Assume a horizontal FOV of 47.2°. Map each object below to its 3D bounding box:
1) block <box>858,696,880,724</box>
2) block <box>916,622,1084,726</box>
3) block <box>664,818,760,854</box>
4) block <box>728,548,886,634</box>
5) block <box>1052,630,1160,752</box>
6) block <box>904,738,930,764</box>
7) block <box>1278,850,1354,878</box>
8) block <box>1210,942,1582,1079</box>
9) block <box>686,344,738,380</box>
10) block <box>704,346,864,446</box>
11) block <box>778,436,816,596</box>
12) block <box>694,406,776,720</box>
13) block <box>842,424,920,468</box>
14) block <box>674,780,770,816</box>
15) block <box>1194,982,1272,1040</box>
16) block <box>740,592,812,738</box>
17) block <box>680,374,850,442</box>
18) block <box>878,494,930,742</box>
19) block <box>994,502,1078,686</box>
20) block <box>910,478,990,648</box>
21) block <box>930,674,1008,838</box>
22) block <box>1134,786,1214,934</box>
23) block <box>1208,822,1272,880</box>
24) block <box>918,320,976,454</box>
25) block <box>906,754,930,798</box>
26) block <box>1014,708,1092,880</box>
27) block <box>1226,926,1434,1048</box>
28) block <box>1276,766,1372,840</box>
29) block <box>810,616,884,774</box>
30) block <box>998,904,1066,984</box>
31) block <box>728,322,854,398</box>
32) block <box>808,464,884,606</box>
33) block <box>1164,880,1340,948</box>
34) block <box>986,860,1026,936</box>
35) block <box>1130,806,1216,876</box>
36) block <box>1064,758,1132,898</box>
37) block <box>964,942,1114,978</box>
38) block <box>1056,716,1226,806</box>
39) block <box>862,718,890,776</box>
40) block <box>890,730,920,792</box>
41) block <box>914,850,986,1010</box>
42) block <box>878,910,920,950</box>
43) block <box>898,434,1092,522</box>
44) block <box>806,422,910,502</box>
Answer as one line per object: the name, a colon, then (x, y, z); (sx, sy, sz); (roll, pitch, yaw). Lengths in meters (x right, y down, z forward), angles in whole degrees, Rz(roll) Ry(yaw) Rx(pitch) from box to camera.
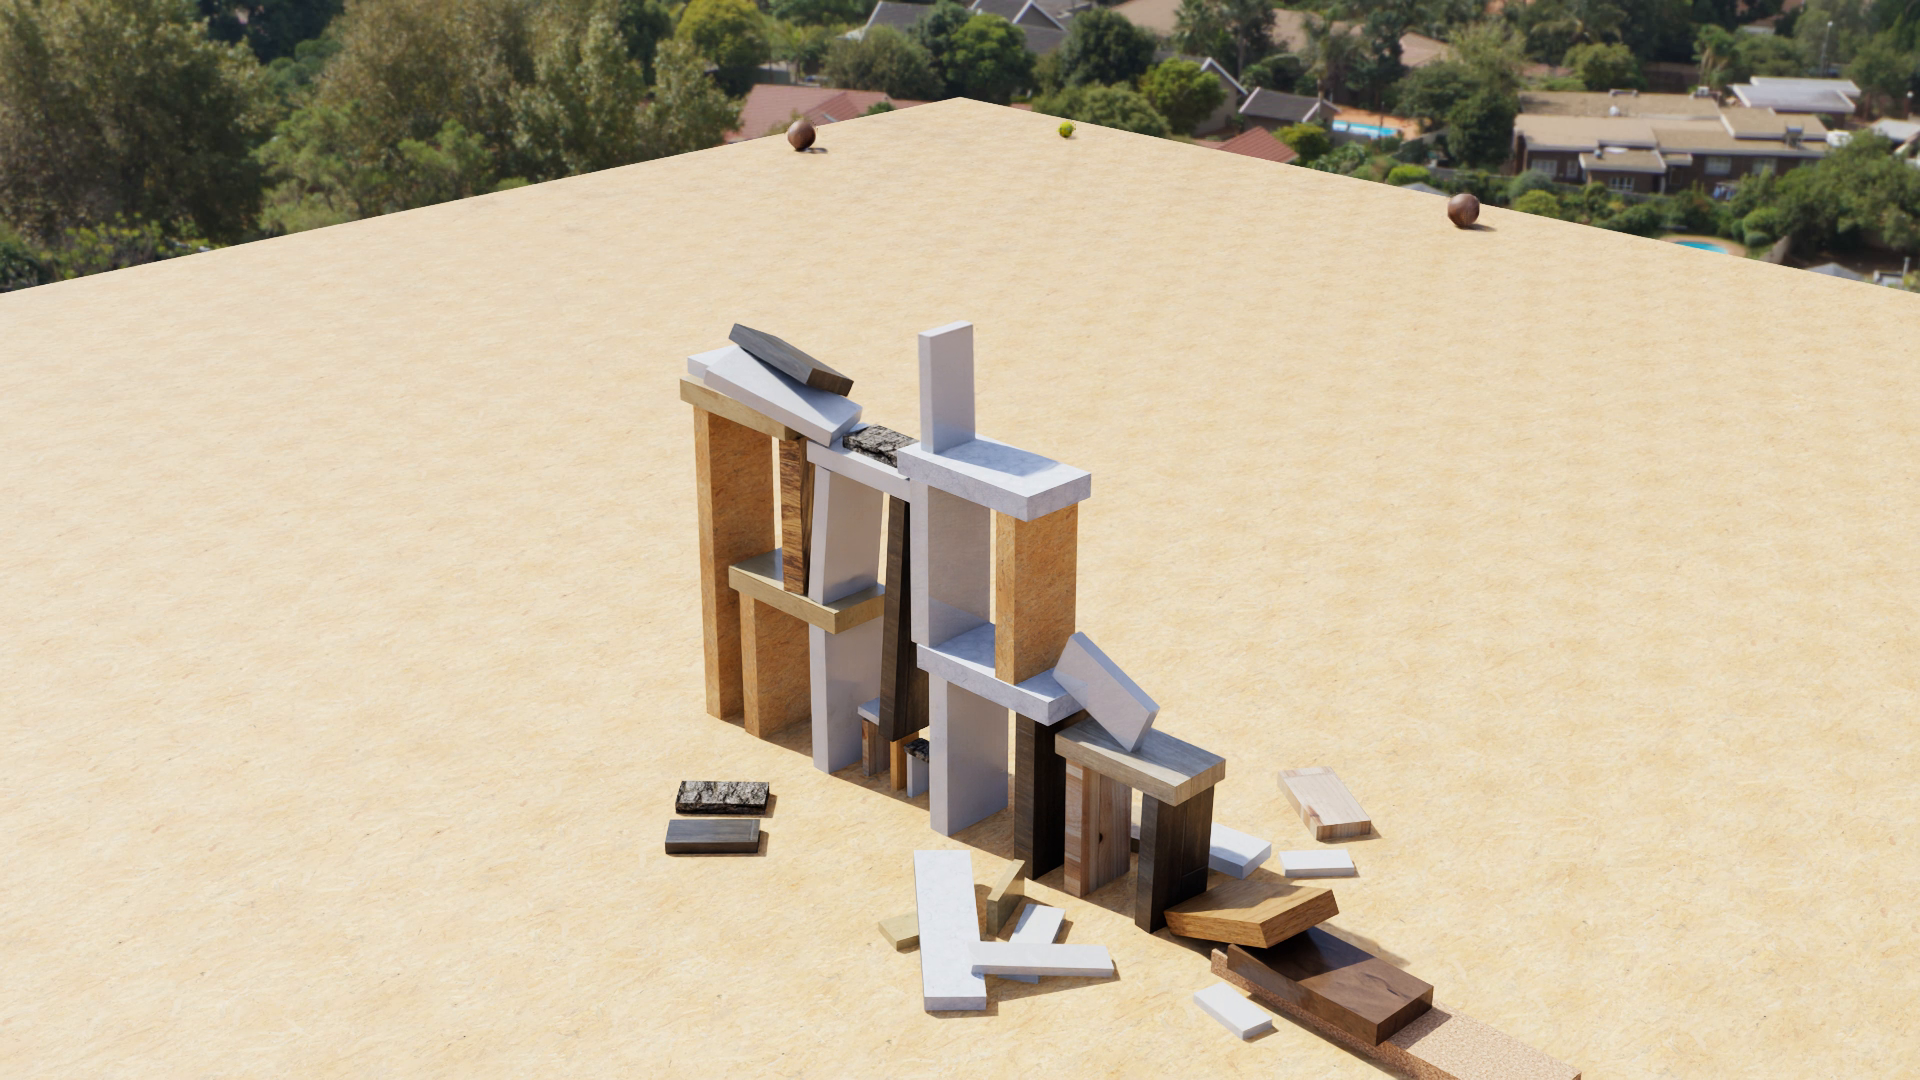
block: (-0.143, 0.365, 4.537); (0.064, 0.018, 0.129); (-21, 36, -40)
block: (0.101, 0.249, 4.221); (0.347, 0.049, 0.174); (21, 31, 41)
block: (-0.488, 0.586, 4.348); (0.181, 0.026, 0.090); (0, 23, -1)
block: (-0.312, 0.101, 4.606); (0.167, 0.047, 0.335); (-21, 31, -41)
block: (0.266, 0.277, 4.028); (0.030, 0.107, 0.214); (-21, 55, -41)
block: (-0.063, 0.432, 4.471); (0.099, 0.014, 0.050); (21, 31, 41)
block: (0.690, 0.626, 4.260); (0.133, 0.019, 0.067); (-1, 23, -3)
block: (0.733, 0.821, 3.767); (0.160, 0.045, 0.648); (-21, 31, -40)
block: (-0.440, -0.346, 4.555); (0.126, 0.036, 0.251); (-19, 30, -38)
block: (-0.352, -0.288, 4.384); (0.295, 0.036, 0.126); (27, 37, 15)
block: (-0.300, -0.077, 4.527); (0.048, 0.341, 0.171); (13, 26, 27)
block: (-0.480, 0.033, 4.756); (0.048, 0.723, 0.171); (22, 31, 40)
block: (-0.135, -0.180, 4.289); (0.090, 0.026, 0.181); (-21, 32, -40)
block: (-0.484, 0.526, 4.489); (0.181, 0.026, 0.090); (1, 23, 2)
block: (0.472, 0.816, 3.814); (0.067, 0.019, 0.133); (-14, 27, -30)
block: (-0.391, 0.246, 4.753); (0.047, 0.335, 0.167); (21, 31, 41)
block: (-0.404, -0.289, 4.528); (0.171, 0.048, 0.341); (-21, 31, -40)
block: (-0.081, 0.139, 4.374); (0.151, 0.538, 0.043); (-21, 35, -40)
block: (0.143, 0.085, 4.108); (0.048, 0.340, 0.170); (21, 31, 41)
block: (-0.018, 0.023, 4.256); (0.048, 0.340, 0.170); (21, 31, 41)
block: (0.019, 0.400, 4.374); (0.049, 0.347, 0.174); (21, 31, 41)
block: (0.395, 0.571, 4.046); (0.144, 0.287, 0.041); (-17, 30, -35)
block: (0.482, 0.588, 4.254); (0.214, 0.030, 0.107); (17, 28, 34)
block: (-0.024, -0.288, 4.135); (0.032, 0.229, 0.114); (19, 30, 41)
block: (-0.086, 0.475, 4.515); (0.014, 0.099, 0.050); (21, 31, 41)
block: (0.183, 0.464, 4.223); (0.049, 0.347, 0.174); (21, 31, 41)
block: (0.638, 0.756, 3.805); (0.160, 0.045, 0.320); (-20, 30, -39)
block: (0.737, 0.532, 4.465); (0.114, 0.032, 0.229); (-5, 23, -11)
block: (-0.233, 0.307, 4.608); (0.167, 0.335, 0.047); (-21, 31, -40)
block: (0.132, 0.733, 4.005); (0.075, 0.021, 0.218); (6, 24, 14)
block: (-0.342, -0.364, 4.442); (0.251, 0.036, 0.126); (32, 11, 38)
block: (-0.229, -0.029, 4.460); (0.151, 0.302, 0.043); (-21, 37, -40)
block: (0.518, 0.667, 3.940); (0.160, 0.045, 0.320); (-19, 4, -26)
block: (0.086, 0.665, 4.098); (0.021, 0.075, 0.149); (9, 24, 19)
block: (0.417, 0.591, 4.327); (0.229, 0.032, 0.114); (14, 27, 30)
block: (0.263, 0.521, 4.165); (0.144, 0.287, 0.041); (-21, 31, -41)
block: (0.141, 0.747, 3.918); (0.260, 0.019, 0.067); (4, 27, -13)
block: (0.330, 0.396, 4.038); (0.287, 0.041, 0.144); (21, 31, 40)
block: (-0.174, 0.425, 4.595); (0.064, 0.129, 0.018); (-21, 31, -40)
block: (-0.114, 0.448, 4.539); (0.064, 0.129, 0.018); (-21, 31, -40)
block: (-0.022, 0.705, 4.011); (0.107, 0.030, 0.432); (0, 28, -4)
block: (-0.067, 0.711, 4.057); (0.149, 0.021, 0.075); (-12, 26, -26)
block: (0.061, -0.125, 4.107); (0.170, 0.048, 0.340); (-21, 31, -40)
block: (-0.143, -0.154, 4.315); (0.151, 0.043, 0.302); (-21, 32, -40)
